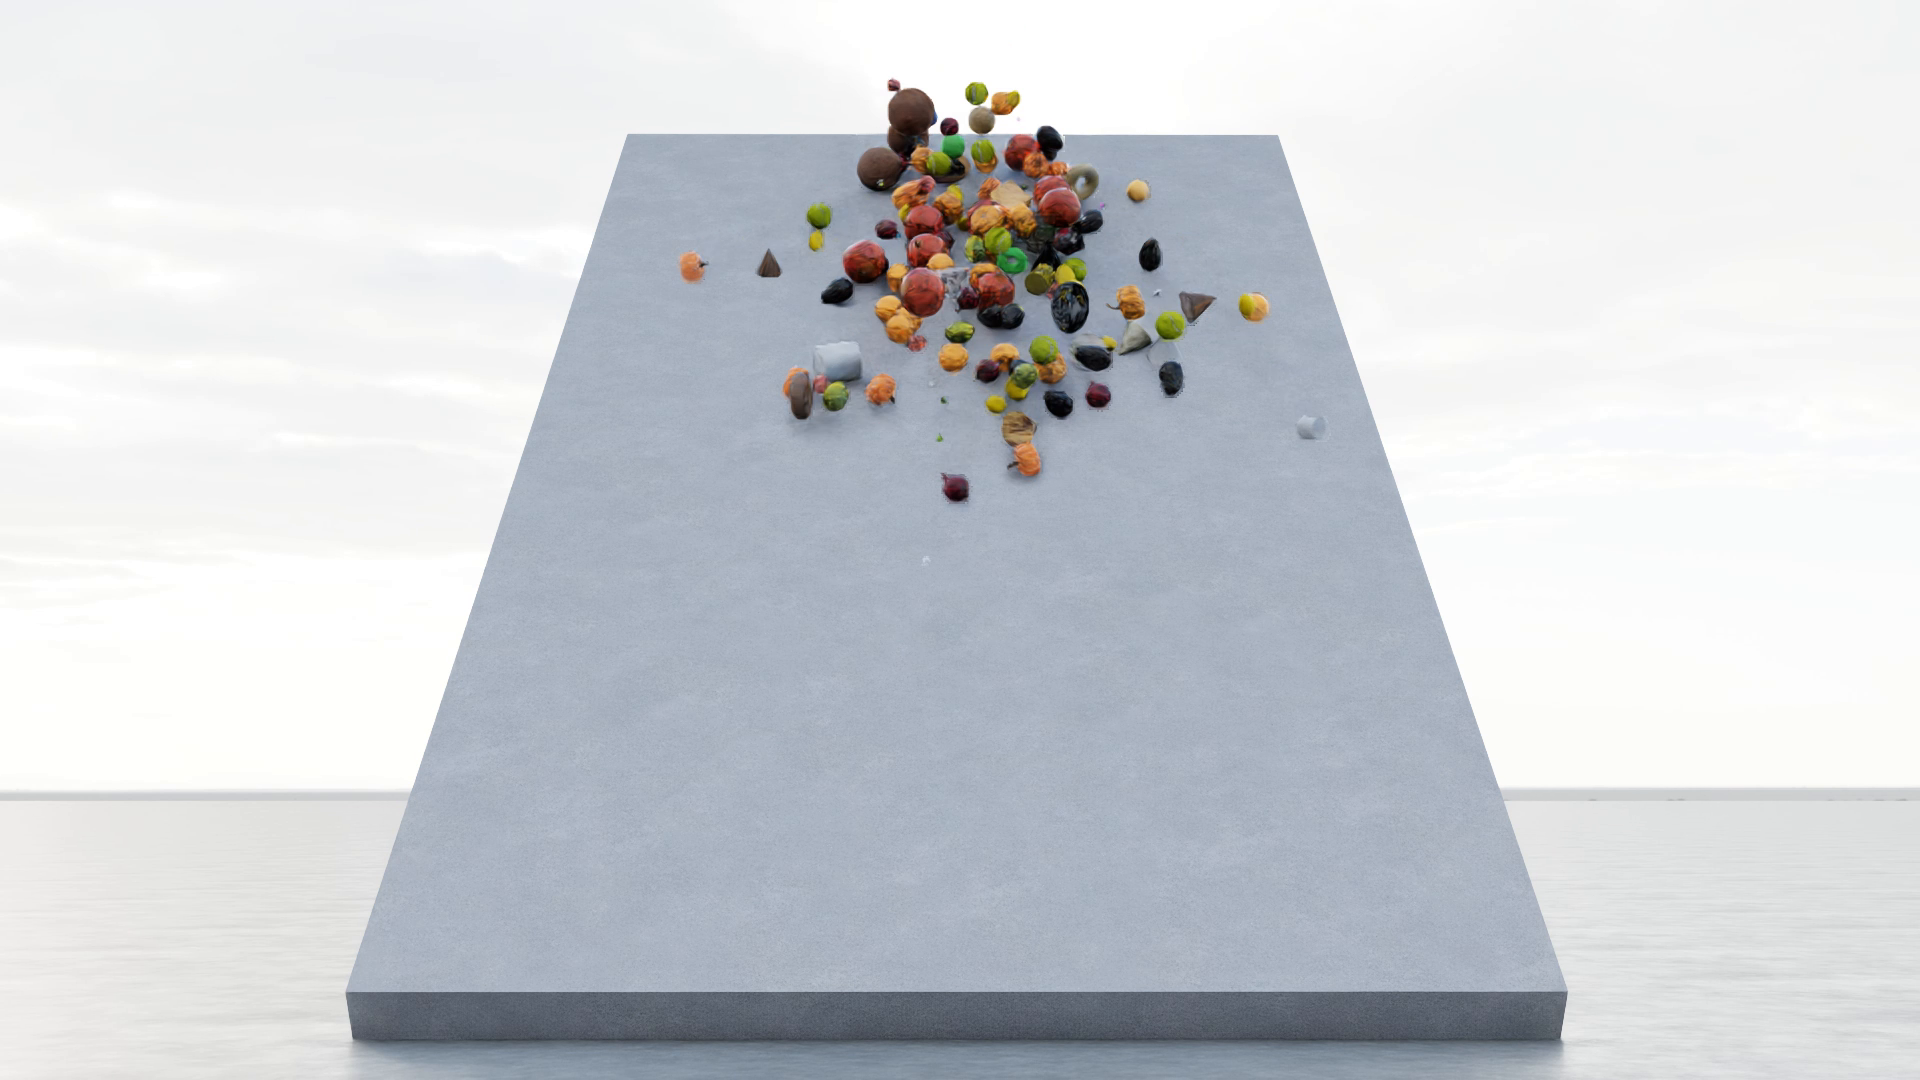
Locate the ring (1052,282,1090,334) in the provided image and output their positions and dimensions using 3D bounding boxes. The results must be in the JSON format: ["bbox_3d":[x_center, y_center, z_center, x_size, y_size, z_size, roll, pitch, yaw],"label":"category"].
[{"bbox_3d":[0.279,-0.590,6.117,0.044,0.133,0.133,1,-6,-34],"label":"ring"}]

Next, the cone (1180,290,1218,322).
[{"bbox_3d":[0.620,-0.609,6.174,0.086,0.086,0.086,-18,-2,-12],"label":"cone"}]

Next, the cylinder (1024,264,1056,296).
[{"bbox_3d":[0.211,-0.689,6.375,0.064,0.064,0.064,-4,31,33],"label":"cylinder"}]

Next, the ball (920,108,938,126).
[{"bbox_3d":[-0.088,-1.197,6.827,0.052,0.052,0.052,0,-6,0],"label":"ball"}]

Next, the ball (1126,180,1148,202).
[{"bbox_3d":[0.510,-1.001,6.926,0.062,0.062,0.062,0,-6,0],"label":"ball"}]

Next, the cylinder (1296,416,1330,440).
[{"bbox_3d":[0.819,-0.259,5.603,0.053,0.053,0.053,4,2,-36],"label":"cylinder"}]

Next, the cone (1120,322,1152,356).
[{"bbox_3d":[0.424,-0.490,6.054,0.082,0.082,0.082,38,-18,14],"label":"cone"}]

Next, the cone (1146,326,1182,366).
[{"bbox_3d":[0.512,-0.498,6.015,0.092,0.092,0.092,0,30,0],"label":"cone"}]

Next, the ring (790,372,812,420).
[{"bbox_3d":[-0.374,-0.338,5.675,0.038,0.113,0.113,-2,-6,9],"label":"ring"}]

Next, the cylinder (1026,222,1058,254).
[{"bbox_3d":[0.223,-0.821,6.564,0.074,0.074,0.074,9,19,-3],"label":"cylinder"}]

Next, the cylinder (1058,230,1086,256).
[{"bbox_3d":[0.295,-0.784,6.375,0.053,0.053,0.053,-21,-13,20],"label":"cylinder"}]

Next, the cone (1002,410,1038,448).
[{"bbox_3d":[0.158,-0.262,5.574,0.088,0.088,0.088,-5,9,37],"label":"cone"}]

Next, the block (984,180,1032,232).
[{"bbox_3d":[0.134,-0.931,6.726,0.087,0.087,0.087,-37,-20,-26],"label":"block"}]

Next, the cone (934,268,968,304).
[{"bbox_3d":[-0.016,-0.639,6.105,0.088,0.088,0.088,-6,14,1],"label":"cone"}]

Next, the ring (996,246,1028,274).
[{"bbox_3d":[0.133,-0.717,6.188,0.083,0.028,0.083,10,-43,10],"label":"ring"}]

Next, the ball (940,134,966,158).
[{"bbox_3d":[-0.020,-1.118,6.855,0.070,0.070,0.070,0,-6,0],"label":"ball"}]

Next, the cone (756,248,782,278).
[{"bbox_3d":[-0.512,-0.751,6.471,0.072,0.072,0.072,0,30,0],"label":"cone"}]

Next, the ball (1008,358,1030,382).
[{"bbox_3d":[0.145,-0.416,5.906,0.056,0.056,0.056,0,-6,0],"label":"ball"}]

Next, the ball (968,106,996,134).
[{"bbox_3d":[0.063,-1.223,7.023,0.085,0.085,0.085,0,-6,0],"label":"ball"}]

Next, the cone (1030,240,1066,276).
[{"bbox_3d":[0.237,-0.767,6.480,0.094,0.094,0.094,-1,31,0],"label":"cone"}]

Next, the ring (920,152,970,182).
[{"bbox_3d":[-0.044,-1.098,7.095,0.149,0.050,0.149,0,37,0],"label":"ring"}]

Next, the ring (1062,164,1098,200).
[{"bbox_3d":[0.346,-1.025,6.909,0.114,0.114,0.038,4,29,-35],"label":"ring"}]

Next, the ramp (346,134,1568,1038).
[{"bbox_3d":[-0.013,-0.211,5.705,2.000,0.100,4.000,0,30,0],"label":"ramp"}]
